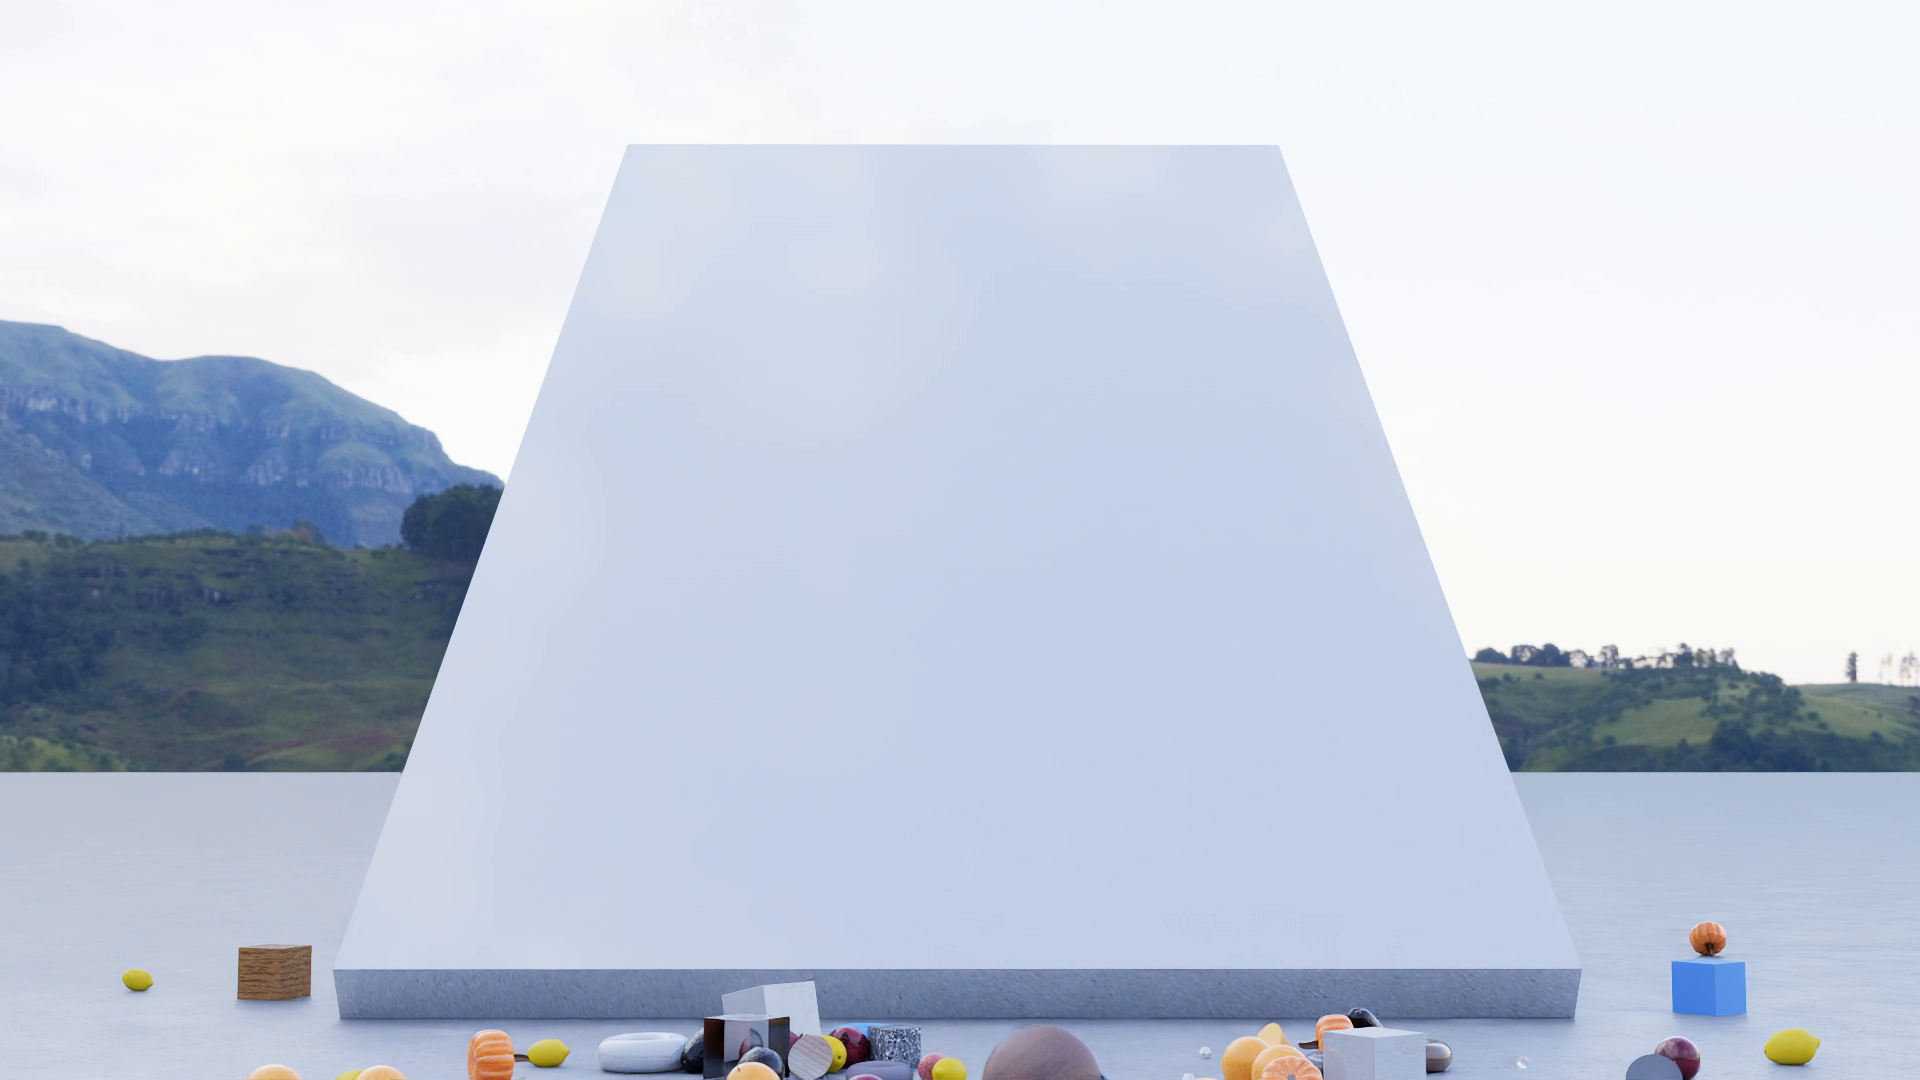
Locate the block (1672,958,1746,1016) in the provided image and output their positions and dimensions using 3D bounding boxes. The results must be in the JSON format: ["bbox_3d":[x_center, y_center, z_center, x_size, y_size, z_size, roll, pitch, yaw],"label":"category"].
[{"bbox_3d":[1.241,0.741,3.964,0.084,0.084,0.084,4,-7,-38],"label":"block"}]

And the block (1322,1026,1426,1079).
[{"bbox_3d":[0.500,0.638,2.886,0.086,0.086,0.086,4,-7,-35],"label":"block"}]

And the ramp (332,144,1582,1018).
[{"bbox_3d":[-0.012,-0.221,5.611,2.000,0.100,4.000,0,28,0],"label":"ramp"}]

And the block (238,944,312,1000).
[{"bbox_3d":[-1.209,0.762,4.219,0.090,0.090,0.090,-2,-6,18],"label":"block"}]

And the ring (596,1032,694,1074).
[{"bbox_3d":[-0.424,0.691,3.223,0.131,0.044,0.131,-1,-5,0],"label":"ring"}]

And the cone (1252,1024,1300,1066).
[{"bbox_3d":[0.443,0.704,3.274,0.063,0.063,0.063,30,-16,-19],"label":"cone"}]

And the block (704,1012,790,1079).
[{"bbox_3d":[-0.279,0.664,3.127,0.079,0.079,0.079,-4,-7,36],"label":"block"}]

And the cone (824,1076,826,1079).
[{"bbox_3d":[-0.154,0.639,2.727,0.055,0.055,0.055,0,-5,0],"label":"cone"}]

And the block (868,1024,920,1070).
[{"bbox_3d":[-0.090,0.687,3.241,0.054,0.054,0.054,3,-6,-28],"label":"block"}]

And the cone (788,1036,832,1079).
[{"bbox_3d":[-0.189,0.692,3.148,0.061,0.061,0.061,-1,-32,15],"label":"cone"}]

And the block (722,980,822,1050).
[{"bbox_3d":[-0.260,0.666,3.309,0.092,0.092,0.092,5,-20,-44],"label":"block"}]

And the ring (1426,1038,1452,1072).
[{"bbox_3d":[0.604,0.694,3.219,0.116,0.039,0.116,0,-7,0],"label":"ring"}]

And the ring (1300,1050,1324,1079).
[{"bbox_3d":[0.494,0.680,3.074,0.116,0.039,0.116,1,-6,0],"label":"ring"}]

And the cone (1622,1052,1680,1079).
[{"bbox_3d":[0.843,0.667,2.900,0.067,0.067,0.067,-3,-41,26],"label":"cone"}]

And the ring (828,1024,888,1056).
[{"bbox_3d":[-0.131,0.711,3.406,0.116,0.039,0.116,1,-7,0],"label":"ring"}]

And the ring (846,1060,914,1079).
[{"bbox_3d":[-0.103,0.682,3.046,0.086,0.029,0.086,-1,-4,0],"label":"ring"}]
